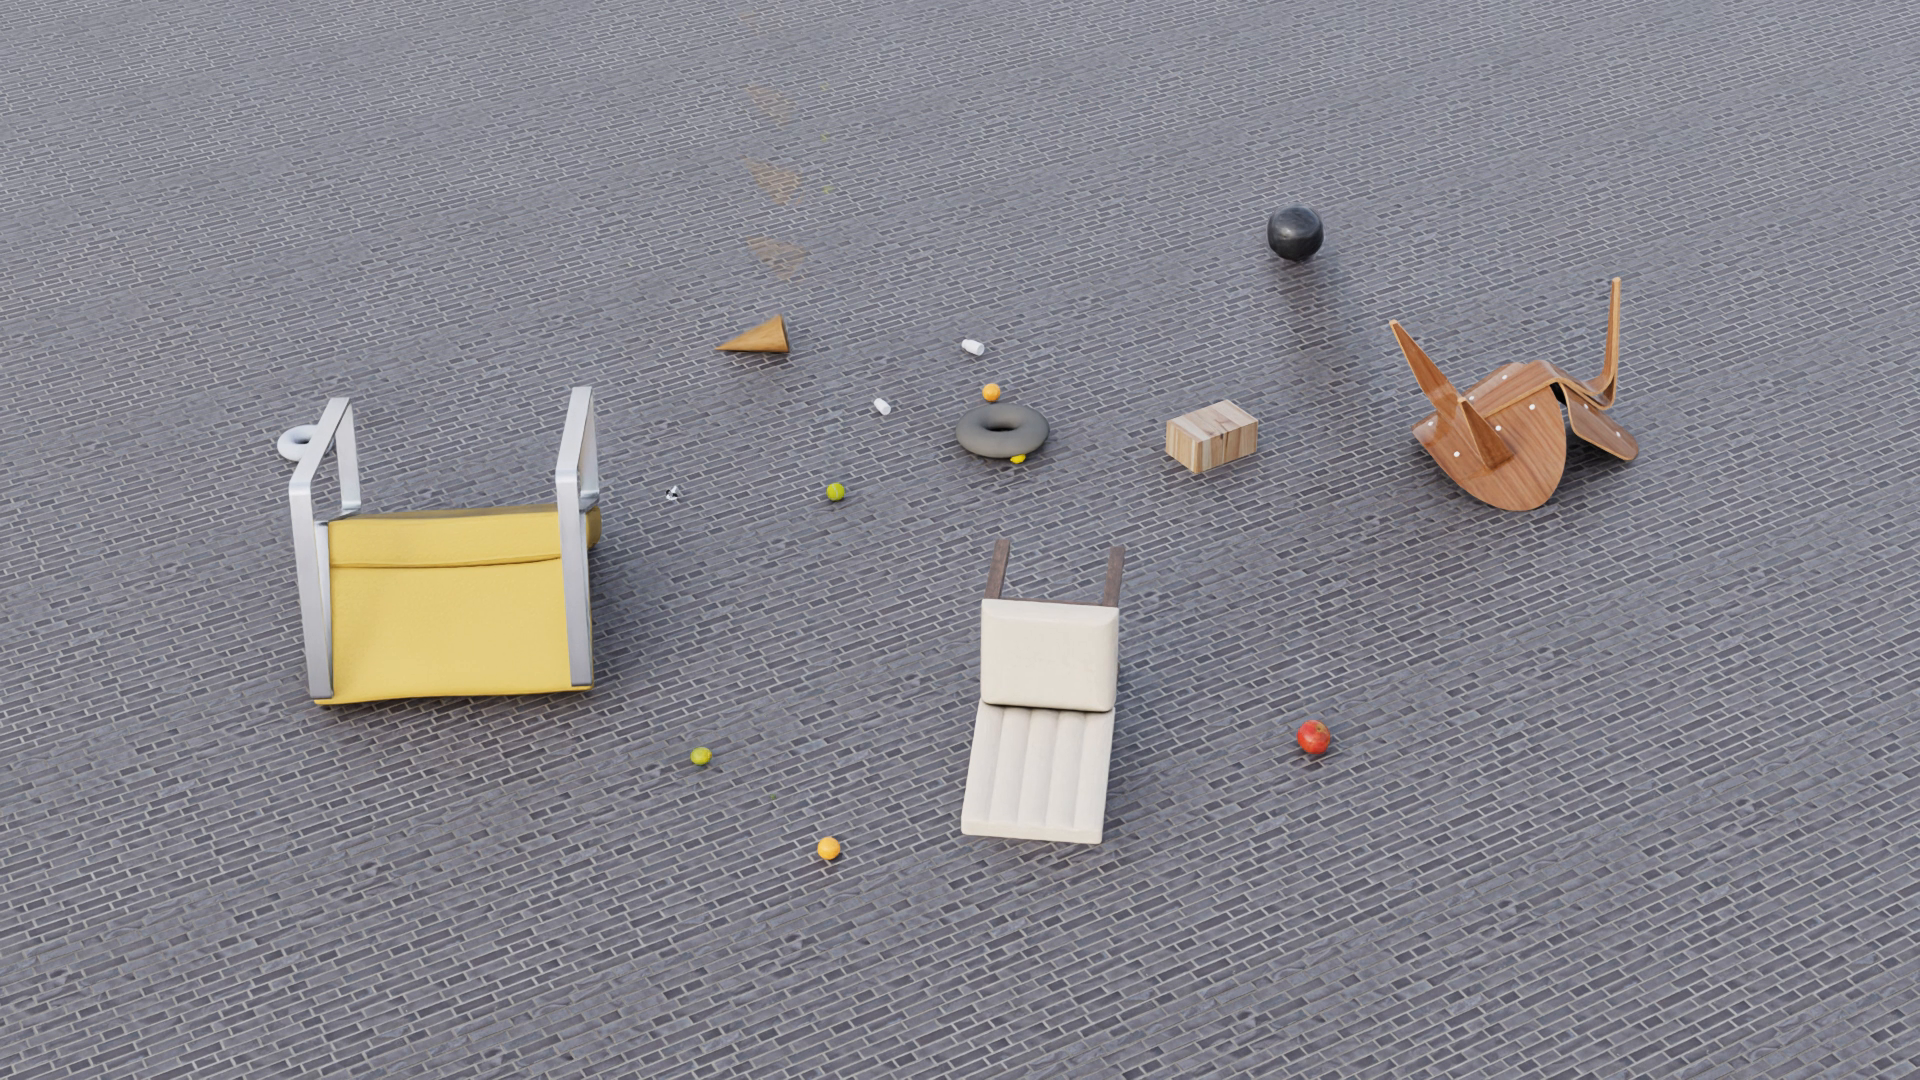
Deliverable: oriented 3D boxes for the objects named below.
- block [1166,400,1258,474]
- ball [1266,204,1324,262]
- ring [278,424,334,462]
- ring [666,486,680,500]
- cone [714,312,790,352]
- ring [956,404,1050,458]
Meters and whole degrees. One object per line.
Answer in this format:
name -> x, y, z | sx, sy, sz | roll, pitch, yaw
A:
block -> 0.982, -0.404, 11.430 | 0.298, 0.141, 0.195 | -20, 38, -28
ball -> 1.458, -1.336, 12.747 | 0.248, 0.248, 0.248 | 0, 33, 0
ring -> -2.558, -0.379, 11.461 | 0.217, 0.066, 0.217 | 14, 37, 22
ring -> -1.095, -0.179, 11.170 | 0.049, 0.055, 0.039 | 35, 31, 20
cone -> -0.872, -0.825, 12.133 | 0.308, 0.142, 0.214 | -14, 34, 3
ring -> 0.166, -0.431, 11.497 | 0.381, 0.097, 0.343 | 12, 36, 27
